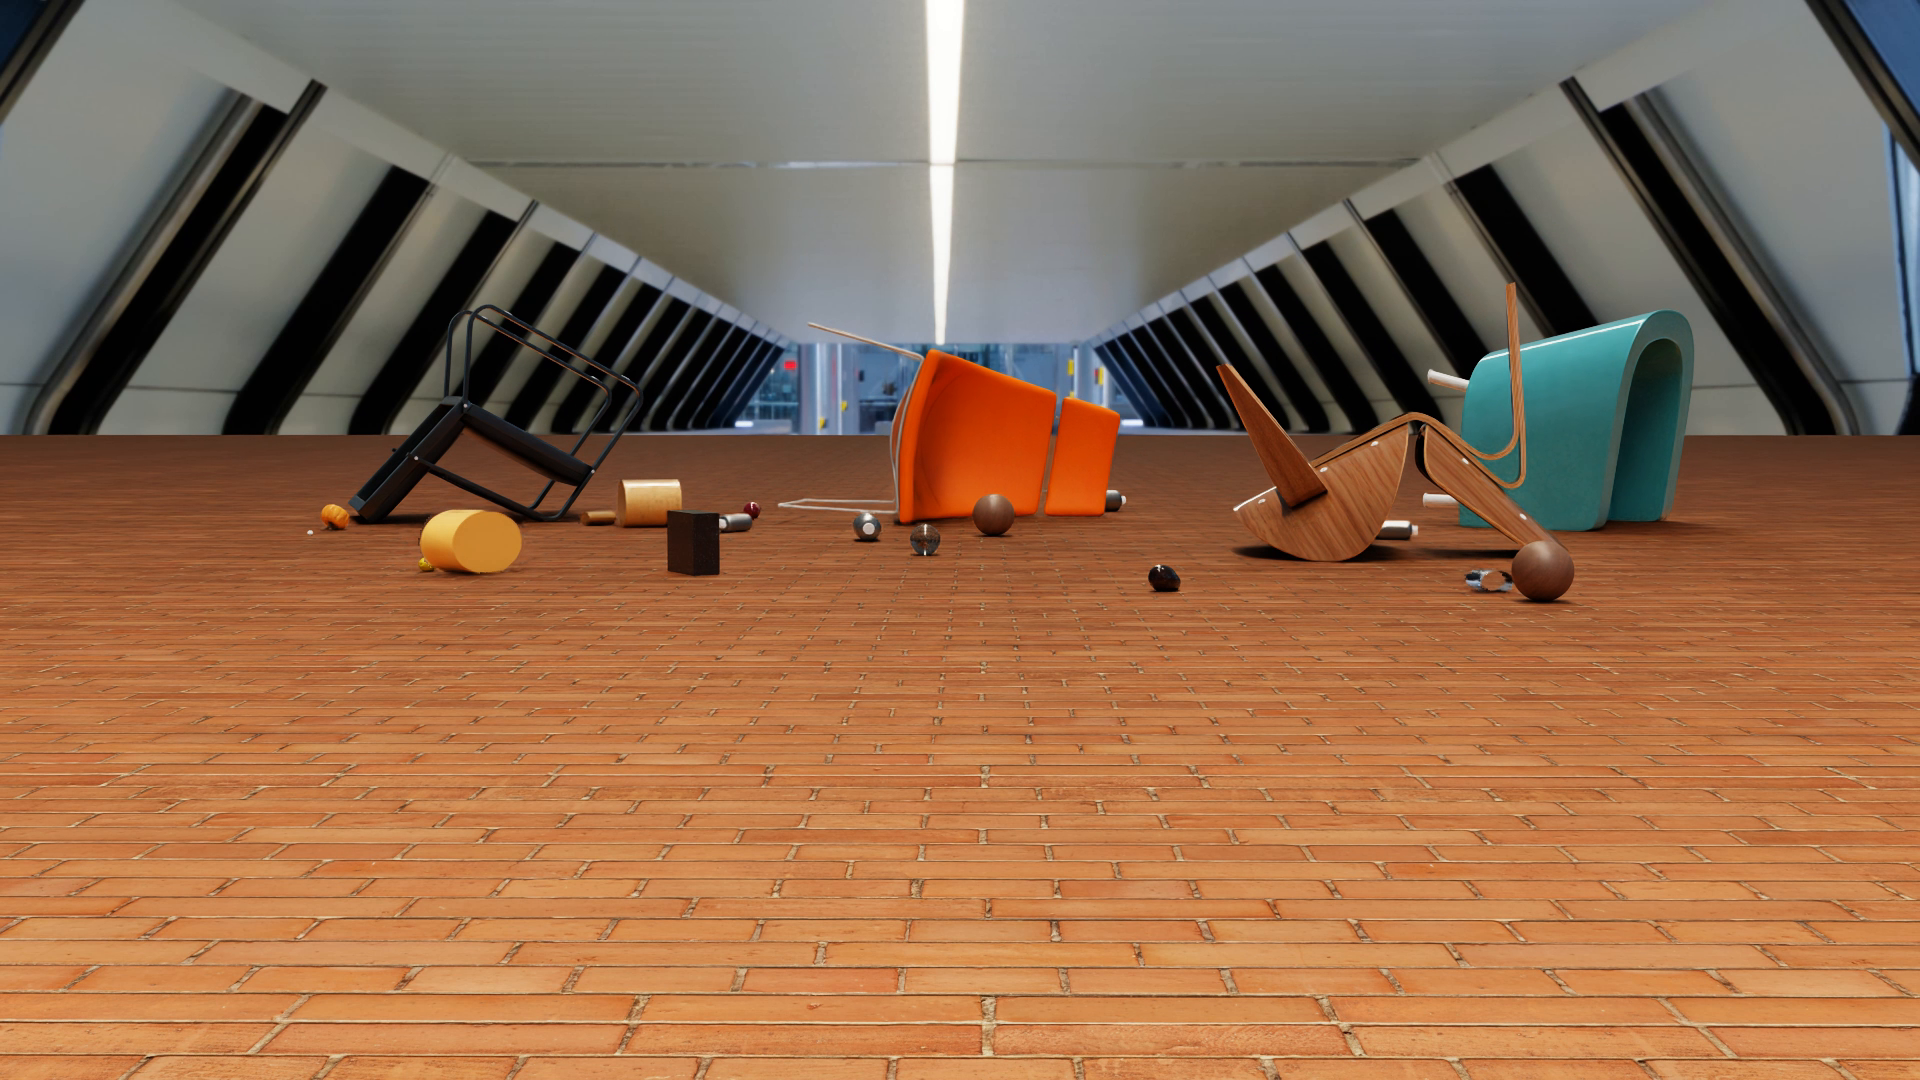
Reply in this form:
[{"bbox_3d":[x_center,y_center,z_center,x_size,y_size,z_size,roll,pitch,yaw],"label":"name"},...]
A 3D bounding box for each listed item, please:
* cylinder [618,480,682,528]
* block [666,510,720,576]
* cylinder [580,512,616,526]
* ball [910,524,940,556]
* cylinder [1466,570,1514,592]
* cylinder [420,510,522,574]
[{"bbox_3d":[-1.013,-0.120,7.174,0.180,0.152,0.185,-1,18,-17],"label":"cylinder"},{"bbox_3d":[-0.653,0.005,5.377,0.068,0.150,0.169,-2,4,-29],"label":"block"},{"bbox_3d":[-1.195,-0.071,7.261,0.093,0.043,0.082,-2,0,-31],"label":"cylinder"},{"bbox_3d":[-0.094,-0.001,5.951,0.083,0.083,0.083,0,4,0],"label":"ball"},{"bbox_3d":[1.177,0.090,4.882,0.091,0.047,0.056,5,1,-26],"label":"cylinder"},{"bbox_3d":[-1.194,0.004,5.377,0.111,0.153,0.228,3,3,34],"label":"cylinder"}]
